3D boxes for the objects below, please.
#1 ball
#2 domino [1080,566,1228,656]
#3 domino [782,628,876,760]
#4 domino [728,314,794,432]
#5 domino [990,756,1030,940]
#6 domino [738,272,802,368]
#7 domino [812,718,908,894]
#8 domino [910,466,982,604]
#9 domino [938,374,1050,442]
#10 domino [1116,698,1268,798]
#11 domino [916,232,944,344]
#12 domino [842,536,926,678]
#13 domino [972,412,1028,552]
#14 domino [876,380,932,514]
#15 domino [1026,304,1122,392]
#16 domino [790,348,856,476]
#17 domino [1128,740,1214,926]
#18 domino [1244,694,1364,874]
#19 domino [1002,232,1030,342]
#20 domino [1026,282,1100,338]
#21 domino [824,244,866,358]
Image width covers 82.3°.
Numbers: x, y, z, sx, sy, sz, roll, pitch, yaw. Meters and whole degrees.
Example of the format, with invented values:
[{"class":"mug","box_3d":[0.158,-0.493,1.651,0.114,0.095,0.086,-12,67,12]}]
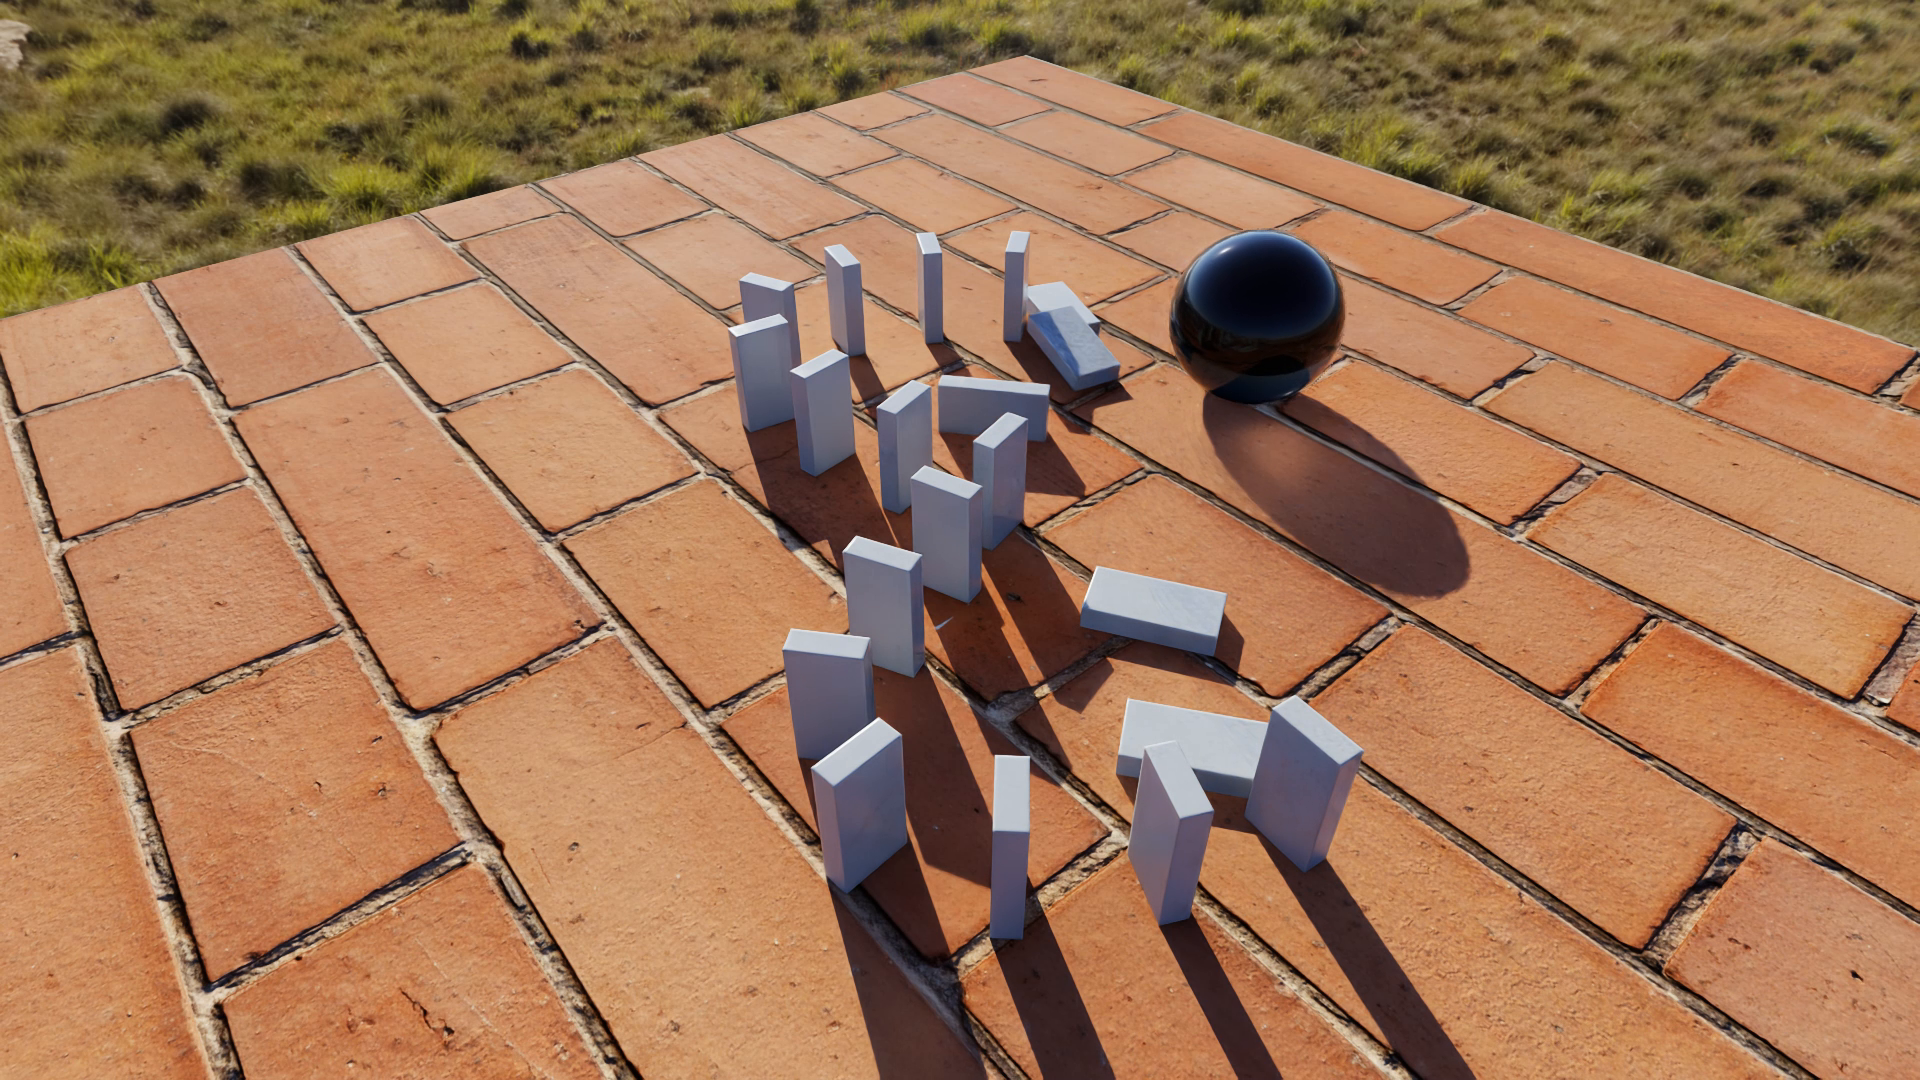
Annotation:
[{"class":"ball","box_3d":[0.138,-0.104,0.515,0.080,0.080,0.080,0,39,0]},{"class":"domino","box_3d":[0.072,0.026,0.412,0.050,0.010,0.025,12,41,14]},{"class":"domino","box_3d":[-0.041,0.051,0.349,0.025,0.050,0.009,6,40,7]},{"class":"domino","box_3d":[-0.090,-0.076,0.504,0.025,0.050,0.010,-22,44,-25]},{"class":"domino","box_3d":[0.014,0.086,0.306,0.009,0.050,0.025,2,39,2]},{"class":"domino","box_3d":[-0.092,-0.103,0.537,0.025,0.050,0.009,19,43,21]},{"class":"domino","box_3d":[-0.028,0.077,0.317,0.009,0.050,0.025,31,49,32]},{"class":"domino","box_3d":[-0.005,-0.002,0.413,0.025,0.050,0.009,21,44,24]},{"class":"domino","box_3d":[0.015,-0.060,0.505,0.050,0.025,0.010,6,40,8]},{"class":"domino","box_3d":[0.078,0.068,0.360,0.050,0.010,0.025,9,40,10]},{"class":"domino","box_3d":[-0.016,-0.131,0.571,0.010,0.050,0.025,-6,40,-8]},{"class":"domino","box_3d":[-0.026,0.024,0.382,0.025,0.050,0.009,16,42,18]},{"class":"domino","box_3d":[0.016,-0.023,0.439,0.010,0.050,0.025,23,45,25]},{"class":"domino","box_3d":[-0.022,-0.038,0.458,0.009,0.050,0.025,22,44,25]},{"class":"domino","box_3d":[0.057,-0.097,0.554,0.025,0.009,0.050,-19,55,-19]},{"class":"domino","box_3d":[-0.059,-0.055,0.479,0.009,0.050,0.025,29,47,31]},{"class":"domino","box_3d":[0.058,0.083,0.310,0.009,0.050,0.025,-9,40,-11]},{"class":"domino","box_3d":[0.100,0.072,0.323,0.010,0.050,0.025,-23,45,-26]},{"class":"domino","box_3d":[0.029,-0.132,0.572,0.010,0.050,0.025,6,40,7]},{"class":"domino","box_3d":[0.054,-0.123,0.593,0.025,0.010,0.050,-12,41,-15]},{"class":"domino","box_3d":[-0.058,-0.122,0.560,0.009,0.050,0.025,-18,42,-20]}]
